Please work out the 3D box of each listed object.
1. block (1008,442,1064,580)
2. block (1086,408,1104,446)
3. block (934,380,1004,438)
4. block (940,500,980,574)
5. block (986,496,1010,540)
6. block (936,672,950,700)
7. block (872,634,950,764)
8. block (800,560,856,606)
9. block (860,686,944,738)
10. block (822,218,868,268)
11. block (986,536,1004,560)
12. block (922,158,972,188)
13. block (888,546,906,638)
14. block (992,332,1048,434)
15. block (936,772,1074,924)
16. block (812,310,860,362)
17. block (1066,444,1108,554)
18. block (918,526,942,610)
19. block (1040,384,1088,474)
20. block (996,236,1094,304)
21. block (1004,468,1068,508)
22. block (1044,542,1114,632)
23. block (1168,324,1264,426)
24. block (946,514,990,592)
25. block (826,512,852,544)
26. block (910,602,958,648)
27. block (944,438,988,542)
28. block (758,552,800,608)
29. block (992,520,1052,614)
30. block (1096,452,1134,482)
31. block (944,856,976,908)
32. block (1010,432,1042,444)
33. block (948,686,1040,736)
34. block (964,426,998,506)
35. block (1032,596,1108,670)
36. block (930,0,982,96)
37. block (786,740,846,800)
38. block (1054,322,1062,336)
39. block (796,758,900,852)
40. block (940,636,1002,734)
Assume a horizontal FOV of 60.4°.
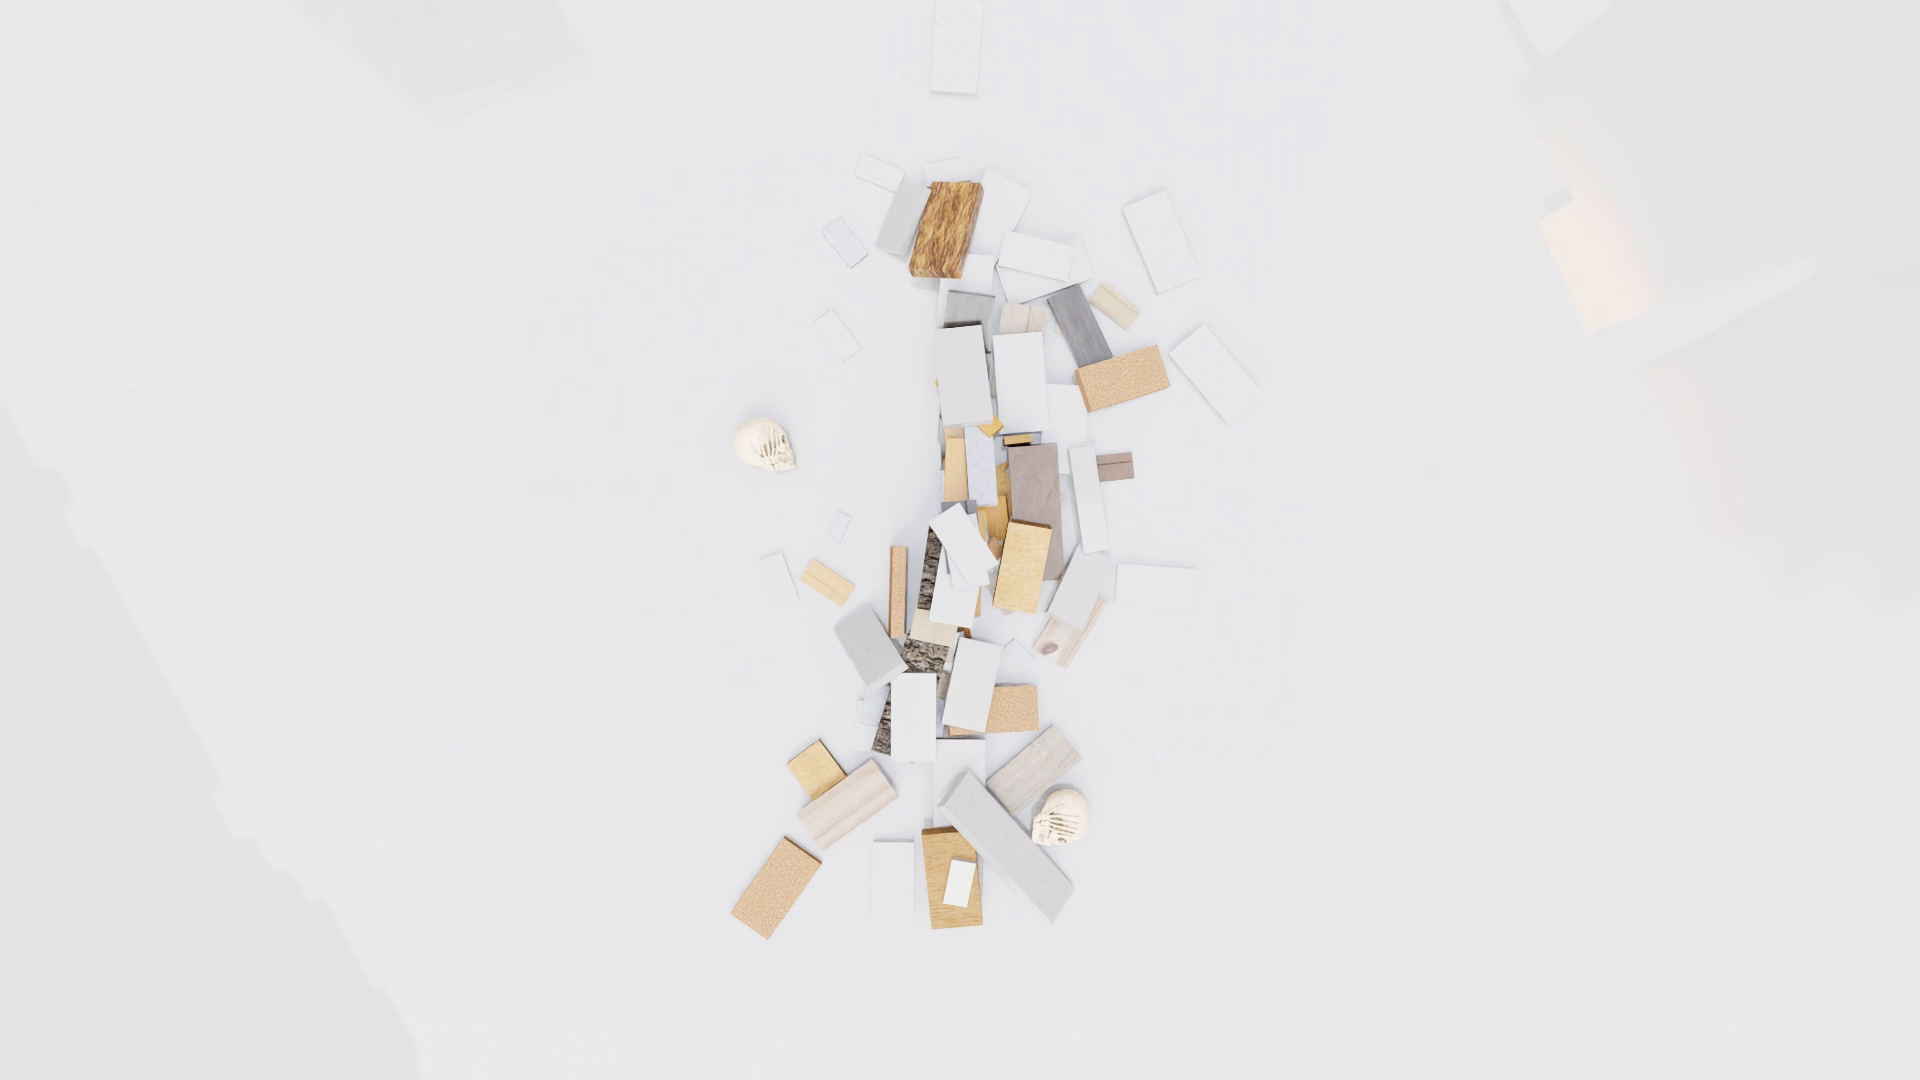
[{"bbox_3d":[0.251,-0.090,5.434,0.161,0.046,0.452,-4,101,0],"label":"block"},{"bbox_3d":[0.433,-0.435,5.489,0.081,0.023,0.252,20,90,0],"label":"block"},{"bbox_3d":[0.029,-0.438,5.336,0.063,0.018,0.258,-41,77,-17],"label":"block"},{"bbox_3d":[0.005,-0.010,5.185,0.112,0.032,0.225,-5,87,-4],"label":"block"},{"bbox_3d":[0.126,-0.072,5.472,0.074,0.021,0.148,-6,96,17],"label":"block"},{"bbox_3d":[-0.004,0.510,5.444,0.318,0.022,0.079,28,79,-5],"label":"block"},{"bbox_3d":[-0.162,0.517,5.396,0.145,0.041,0.399,17,95,-1],"label":"block"},{"bbox_3d":[-0.440,0.143,5.488,0.167,0.024,0.084,33,90,0],"label":"block"},{"bbox_3d":[-0.184,0.563,5.456,0.273,0.039,0.136,10,81,-1],"label":"block"},{"bbox_3d":[-0.382,-0.987,5.489,0.076,0.022,0.152,-39,90,0],"label":"block"},{"bbox_3d":[0.116,0.030,5.455,0.050,0.101,0.014,-40,55,0],"label":"block"},{"bbox_3d":[-0.044,-1.222,5.489,0.152,0.022,0.076,-9,90,0],"label":"block"},{"bbox_3d":[-0.207,0.170,5.424,0.042,0.149,0.297,1,90,-6],"label":"block"},{"bbox_3d":[0.199,-0.514,5.408,0.161,0.046,0.321,-4,91,2],"label":"block"},{"bbox_3d":[0.153,1.005,5.373,0.555,0.043,0.153,49,54,-14],"label":"block"},{"bbox_3d":[-0.411,-0.677,5.489,0.081,0.023,0.161,-37,90,0],"label":"block"},{"bbox_3d":[0.420,-0.134,5.426,0.089,0.025,0.347,-10,95,-18],"label":"block"},{"bbox_3d":[-0.049,0.092,5.277,0.138,0.039,0.276,8,75,-2],"label":"block"},{"bbox_3d":[0.343,-0.365,5.454,0.146,0.041,0.293,3,90,0],"label":"block"},{"bbox_3d":[0.279,-0.889,5.479,0.293,0.041,0.146,-19,90,0],"label":"block"},{"bbox_3d":[0.252,-0.179,5.473,0.221,0.021,0.074,44,78,-5],"label":"block"},{"bbox_3d":[0.393,0.154,5.431,0.132,0.037,0.265,29,72,-9],"label":"block"},{"bbox_3d":[0.848,-0.549,5.478,0.153,0.043,0.307,-40,90,0],"label":"block"},{"bbox_3d":[0.015,0.039,5.150,0.113,0.032,0.225,-11,87,-4],"label":"block"},{"bbox_3d":[-0.404,-0.040,5.493,0.050,0.014,0.101,24,90,0],"label":"block"},{"bbox_3d":[-0.062,0.189,5.334,0.145,0.041,0.290,12,92,-1],"label":"block"},{"bbox_3d":[0.018,-0.147,5.303,0.138,0.039,0.362,3,75,-3],"label":"block"},{"bbox_3d":[-0.602,0.135,5.488,0.084,0.024,0.167,-20,90,0],"label":"block"},{"bbox_3d":[0.204,0.089,5.425,0.144,0.041,0.288,10,101,-3],"label":"block"},{"bbox_3d":[0.487,-0.239,5.487,0.177,0.025,0.089,-6,90,0],"label":"block"},{"bbox_3d":[-0.002,1.115,5.375,0.079,0.022,0.157,11,104,-3],"label":"block"},{"bbox_3d":[0.253,-0.360,5.487,0.181,0.026,0.090,-40,90,0],"label":"block"},{"bbox_3d":[0.107,0.560,5.423,0.297,0.042,0.148,-2,83,-10],"label":"block"},{"bbox_3d":[0.066,-0.243,5.288,0.090,0.026,0.285,-2,69,-5],"label":"block"},{"bbox_3d":[0.366,0.283,5.481,0.132,0.037,0.265,32,90,0],"label":"block"},{"bbox_3d":[-0.011,-1.636,5.478,0.153,0.043,0.307,4,90,0],"label":"block"},{"bbox_3d":[-0.440,0.813,5.481,0.136,0.039,0.273,-37,90,0],"label":"block"},{"bbox_3d":[0.364,-0.741,5.491,0.063,0.018,0.127,23,90,0],"label":"block"},{"bbox_3d":[-0.370,0.872,5.440,0.307,0.043,0.153,-36,90,0],"label":"block"},{"bbox_3d":[0.037,0.474,5.381,0.144,0.041,0.288,13,78,-7],"label":"block"}]
